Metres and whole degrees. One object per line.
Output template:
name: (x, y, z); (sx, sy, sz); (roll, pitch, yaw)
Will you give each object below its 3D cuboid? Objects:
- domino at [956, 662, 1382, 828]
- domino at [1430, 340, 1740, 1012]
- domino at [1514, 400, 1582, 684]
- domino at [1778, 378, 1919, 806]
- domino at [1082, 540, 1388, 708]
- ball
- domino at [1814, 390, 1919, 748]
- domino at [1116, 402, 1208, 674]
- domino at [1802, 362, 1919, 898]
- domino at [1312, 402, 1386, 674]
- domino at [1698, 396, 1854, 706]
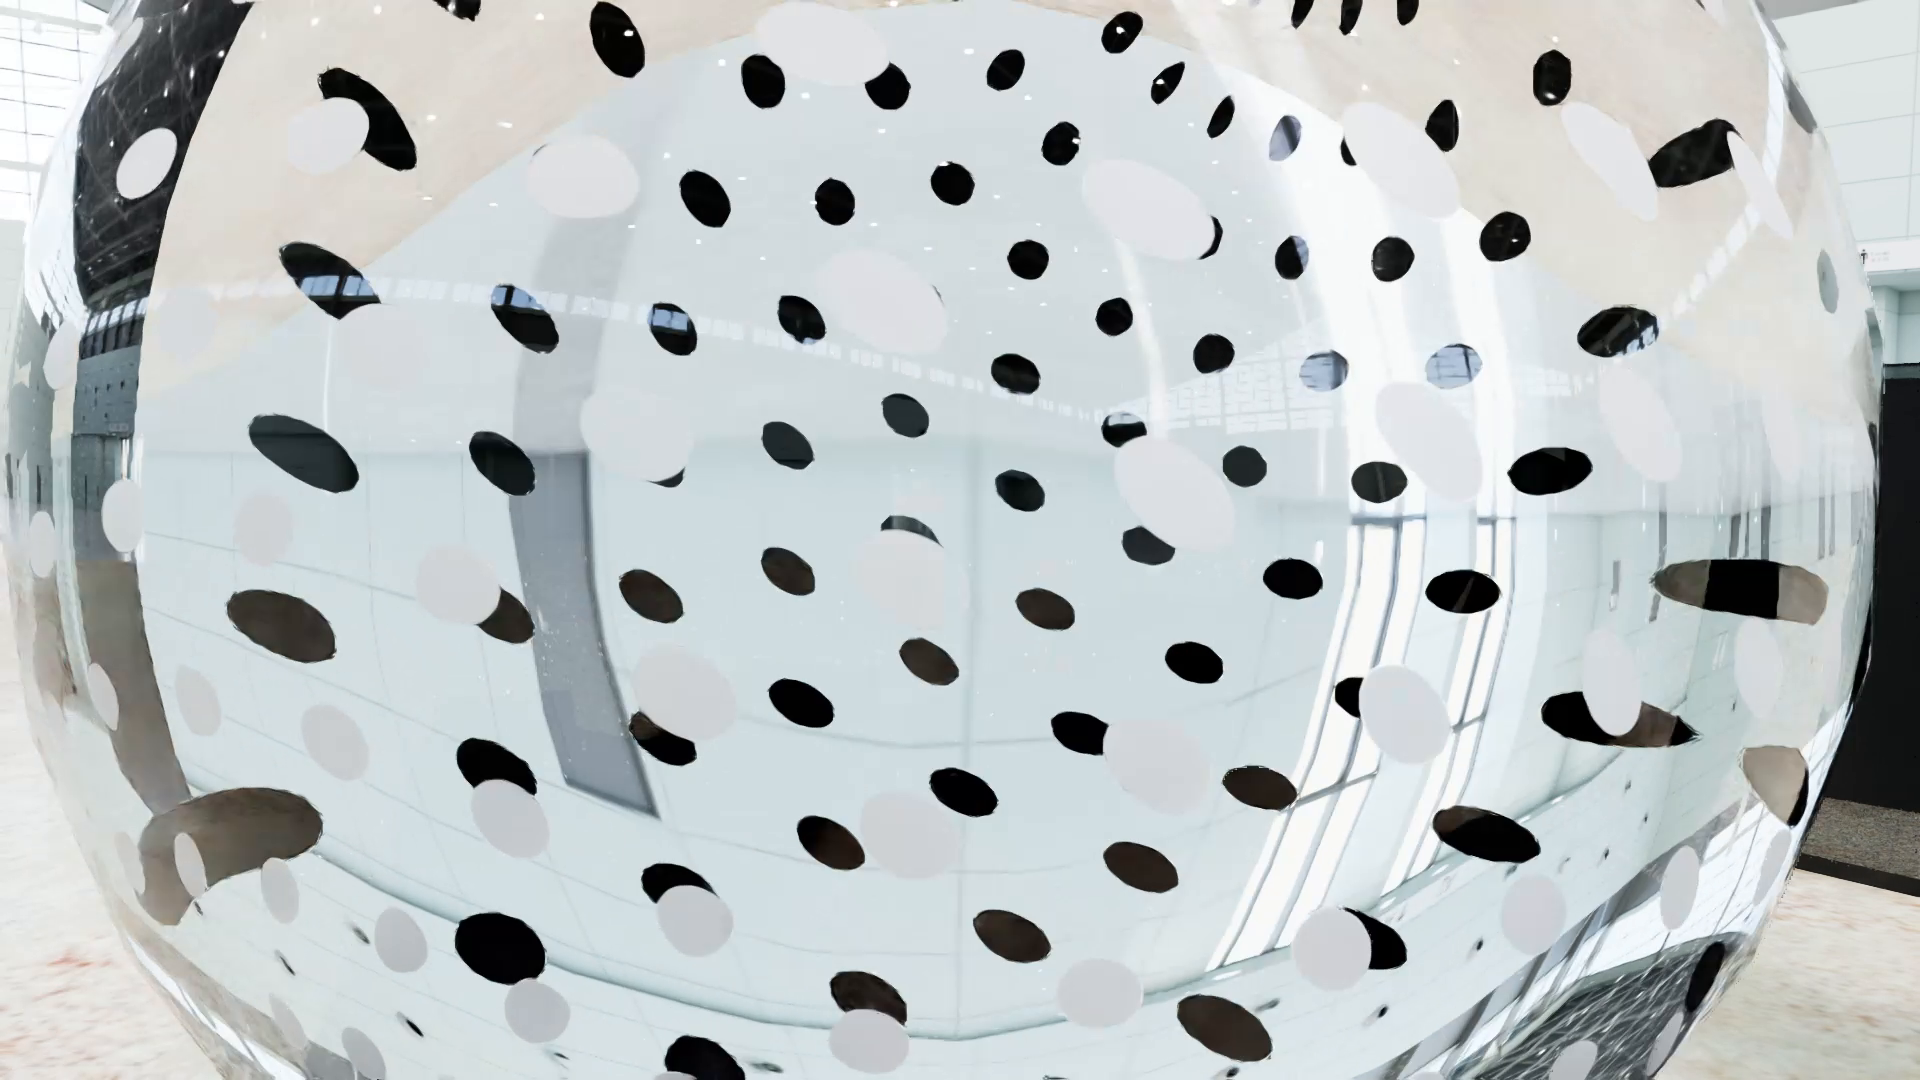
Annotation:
domino: (0.026, 0.025, 0.169); (0.050, 0.010, 0.025); (4, 6, 45)
domino: (0.051, 0.010, 0.105); (0.025, 0.050, 0.010); (-3, 5, -33)
domino: (0.109, 0.000, 0.238); (0.009, 0.050, 0.025); (2, 5, 26)
domino: (0.115, 0.006, 0.154); (0.010, 0.050, 0.025); (-4, 6, -43)
domino: (0.046, 0.014, 0.220); (0.050, 0.025, 0.009); (2, 5, 21)
ball: (-0.001, -0.003, 0.067); (0.080, 0.080, 0.080); (0, 4, 0)
domino: (0.138, 0.004, 0.181); (0.025, 0.050, 0.010); (2, 5, 25)
domino: (0.039, -0.001, 0.250); (0.009, 0.050, 0.025); (-1, 4, -10)
domino: (0.087, 0.008, 0.130); (0.010, 0.050, 0.025); (-3, 5, -37)
domino: (0.075, -0.001, 0.249); (0.009, 0.050, 0.025); (1, 4, 9)
domino: (0.137, 0.001, 0.216); (0.025, 0.050, 0.010); (-2, 5, -29)
